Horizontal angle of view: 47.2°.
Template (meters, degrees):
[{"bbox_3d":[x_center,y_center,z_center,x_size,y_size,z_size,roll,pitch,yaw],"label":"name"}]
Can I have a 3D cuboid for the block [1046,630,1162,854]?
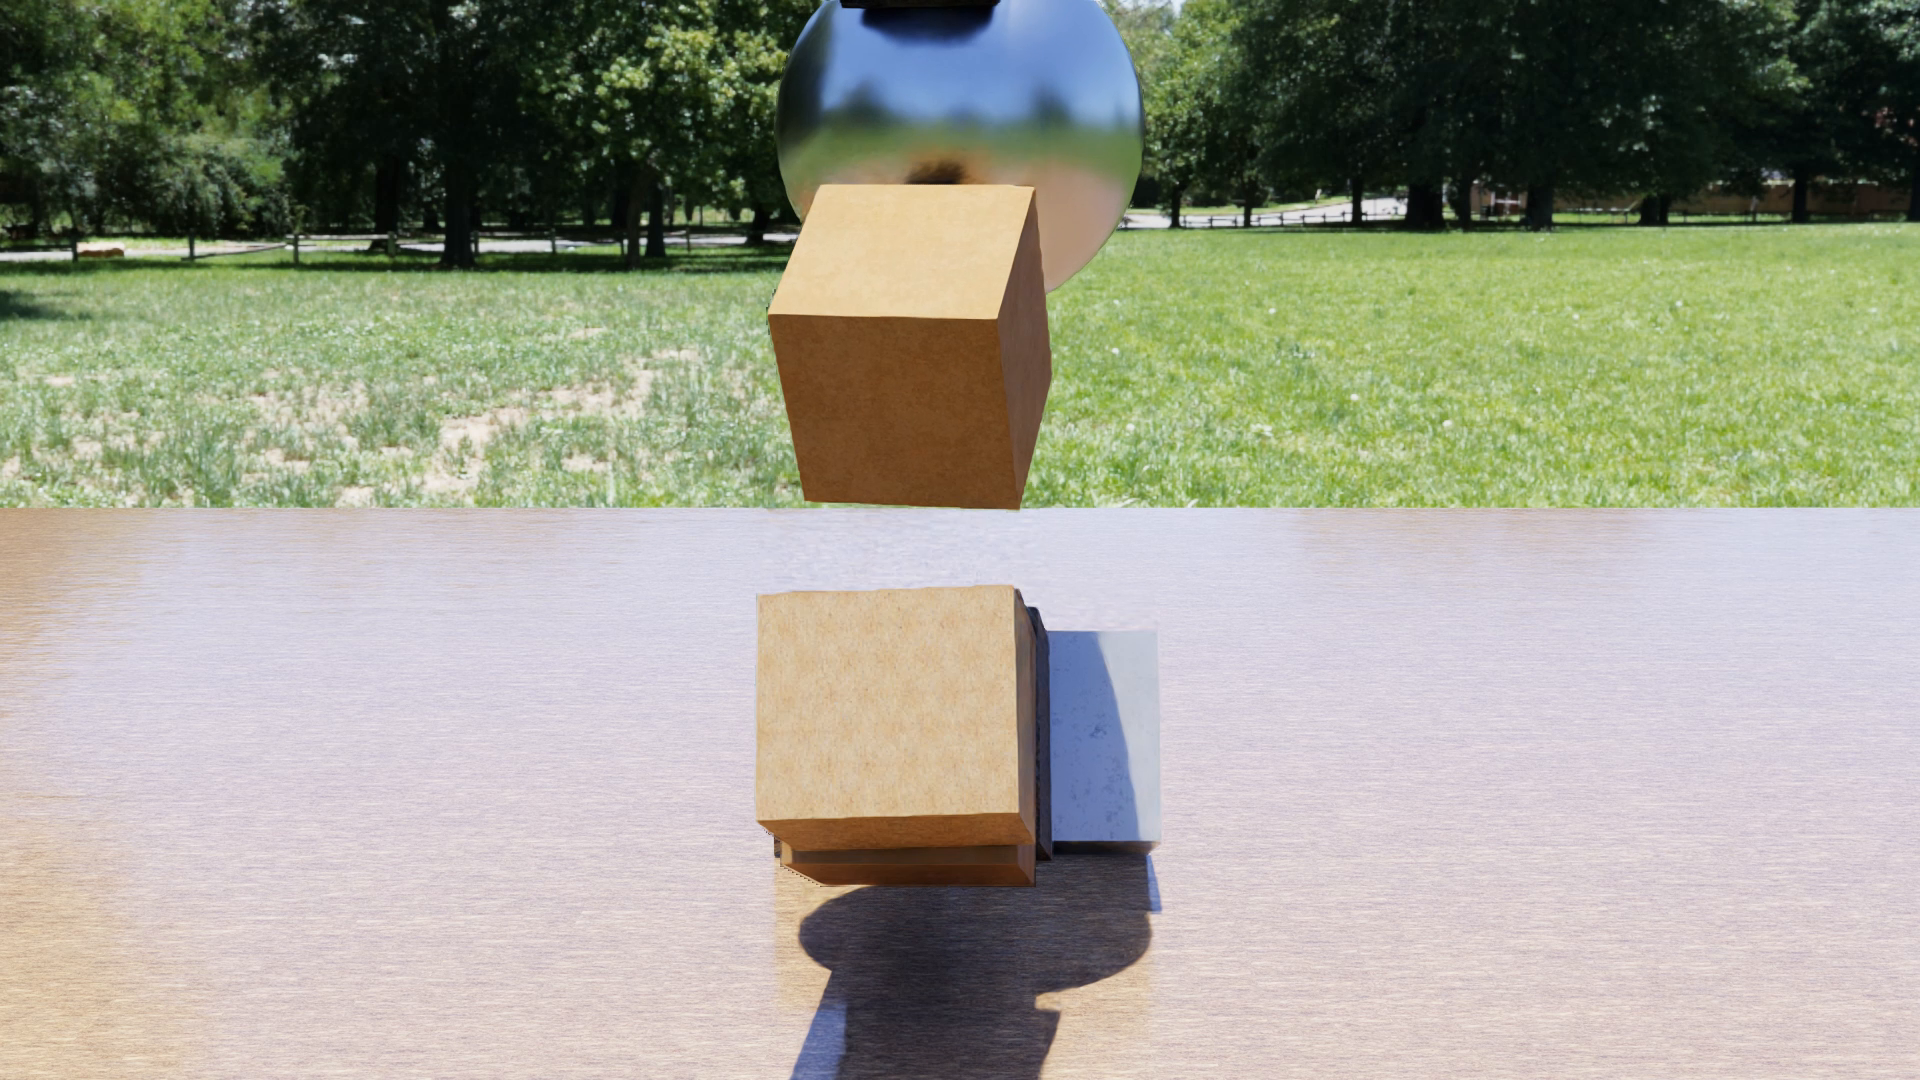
[{"bbox_3d":[0.439,0.995,10.611,0.975,0.979,0.900,0,-12,0],"label":"block"}]

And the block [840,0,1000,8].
[{"bbox_3d":[-0.183,-2.611,8.680,0.653,0.707,0.686,3,-25,16],"label":"block"}]

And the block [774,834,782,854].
[{"bbox_3d":[-0.492,1.070,11.367,0.870,0.827,0.986,0,10,0],"label":"block"}]

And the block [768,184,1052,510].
[{"bbox_3d":[-0.154,-0.728,8.215,0.821,0.872,0.828,3,43,12],"label":"block"}]

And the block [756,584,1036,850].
[{"bbox_3d":[-0.213,0.651,7.844,0.889,0.784,0.789,-2,-15,5],"label":"block"}]

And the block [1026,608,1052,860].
[{"bbox_3d":[-0.077,0.881,9.719,0.906,1.001,0.881,-1,-13,5],"label":"block"}]

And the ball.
[{"bbox_3d":[0.000,-1.770,9.522,1.600,1.600,1.600,0,10,0],"label":"ball"}]

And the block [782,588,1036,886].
[{"bbox_3d":[-0.174,0.809,8.759,0.888,1.041,0.968,-1,-13,6],"label":"block"}]
